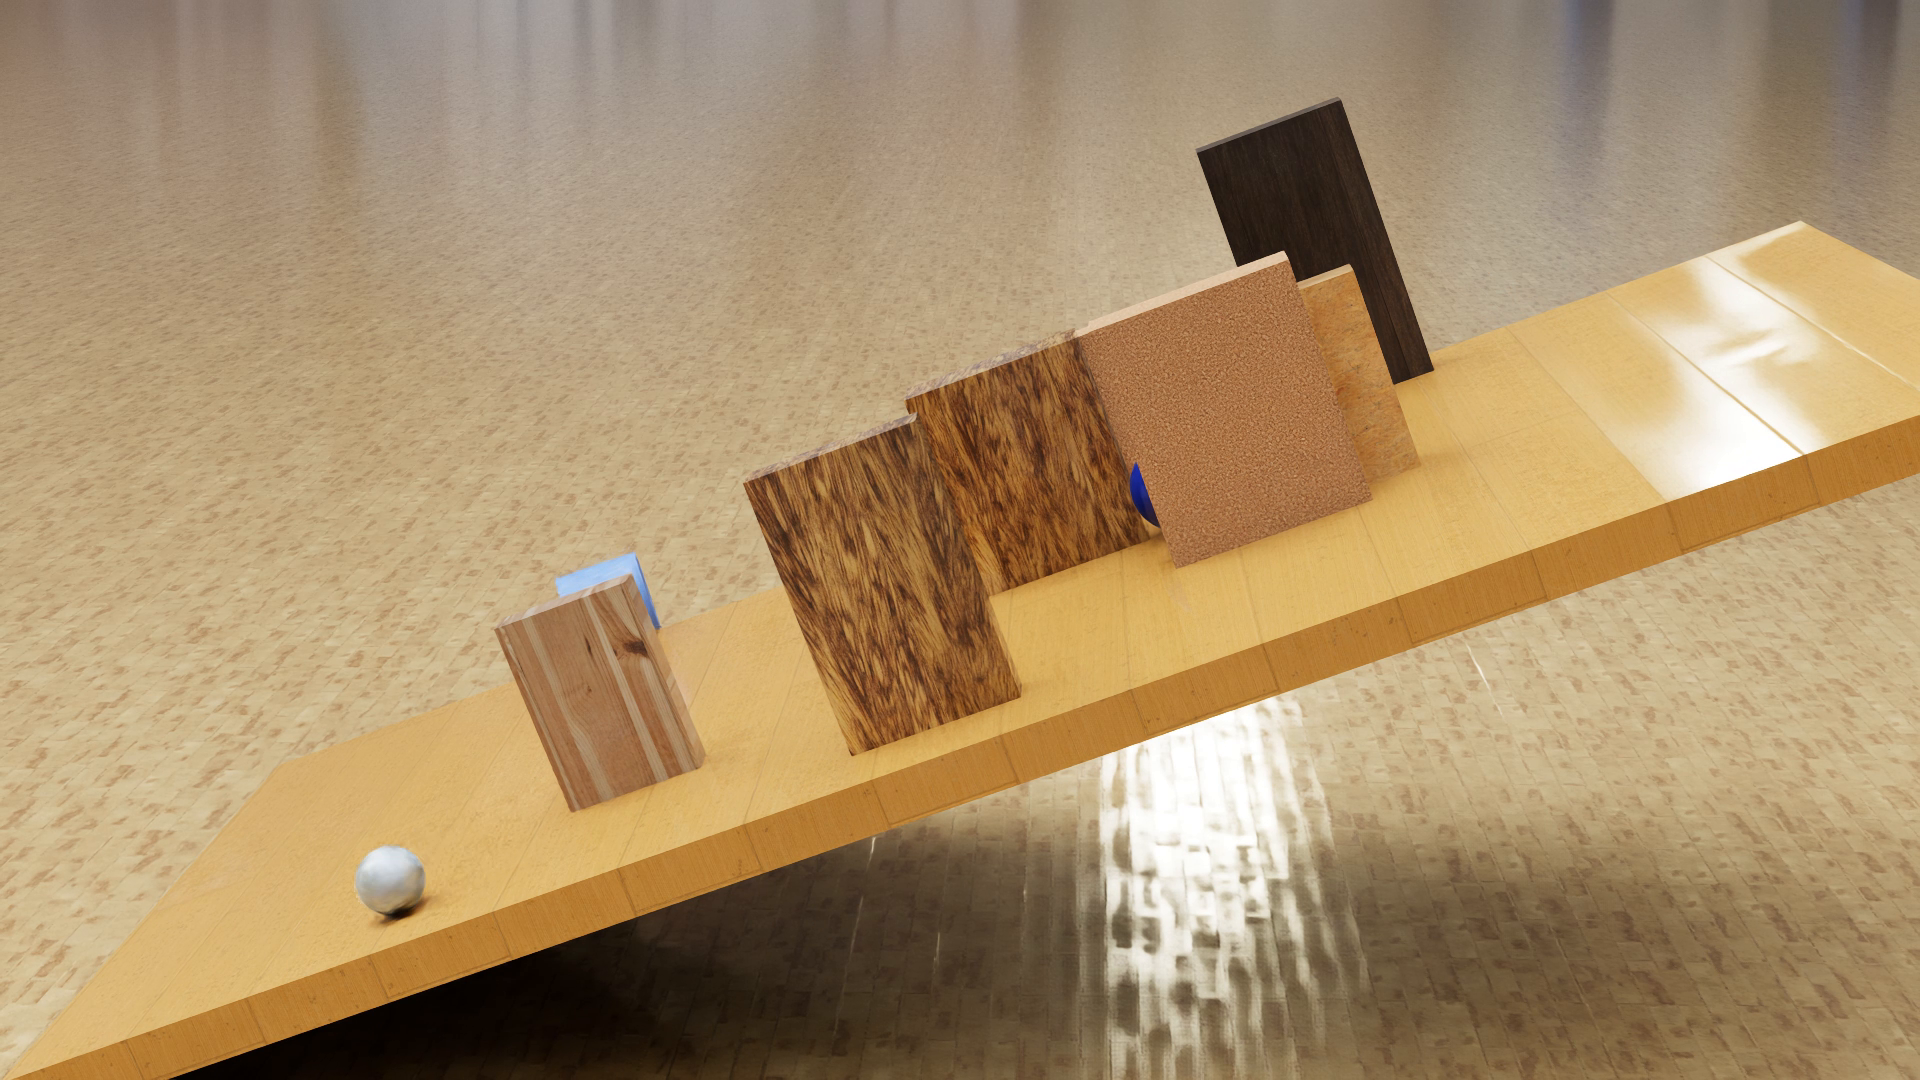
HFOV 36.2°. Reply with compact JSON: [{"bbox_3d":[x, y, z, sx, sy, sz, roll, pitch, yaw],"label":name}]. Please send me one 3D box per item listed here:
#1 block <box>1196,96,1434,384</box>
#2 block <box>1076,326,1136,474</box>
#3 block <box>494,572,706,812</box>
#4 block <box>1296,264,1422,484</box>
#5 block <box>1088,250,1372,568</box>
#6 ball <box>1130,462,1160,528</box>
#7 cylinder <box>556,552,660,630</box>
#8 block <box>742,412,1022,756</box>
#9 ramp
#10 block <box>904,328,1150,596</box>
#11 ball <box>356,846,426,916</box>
[{"bbox_3d":[0.836,-0.660,6.930,0.353,0.675,0.096,-20,12,7],"label":"block"},{"bbox_3d":[0.424,-0.314,6.736,0.245,0.408,0.099,-20,12,7],"label":"block"},{"bbox_3d":[-0.719,0.306,5.898,0.282,0.406,0.087,-20,12,7],"label":"block"},{"bbox_3d":[0.681,-0.291,6.110,0.425,0.434,0.098,-20,12,7],"label":"block"},{"bbox_3d":[0.550,-0.265,5.998,0.423,0.521,0.138,-20,12,7],"label":"block"},{"bbox_3d":[0.463,-0.119,6.284,0.201,0.201,0.201,0,13,0],"label":"ball"},{"bbox_3d":[-0.886,0.162,7.416,0.208,0.208,0.208,-19,15,-4],"label":"cylinder"},{"bbox_3d":[-0.142,0.084,5.512,0.341,0.560,0.093,-20,12,7],"label":"block"},{"bbox_3d":[0.117,0.176,6.296,4.000,0.100,2.000,-20,12,7],"label":"ramp"},{"bbox_3d":[0.147,-0.166,6.390,0.390,0.468,0.150,-20,12,7],"label":"block"},{"bbox_3d":[-1.093,0.653,5.648,0.133,0.133,0.133,0,13,0],"label":"ball"}]
